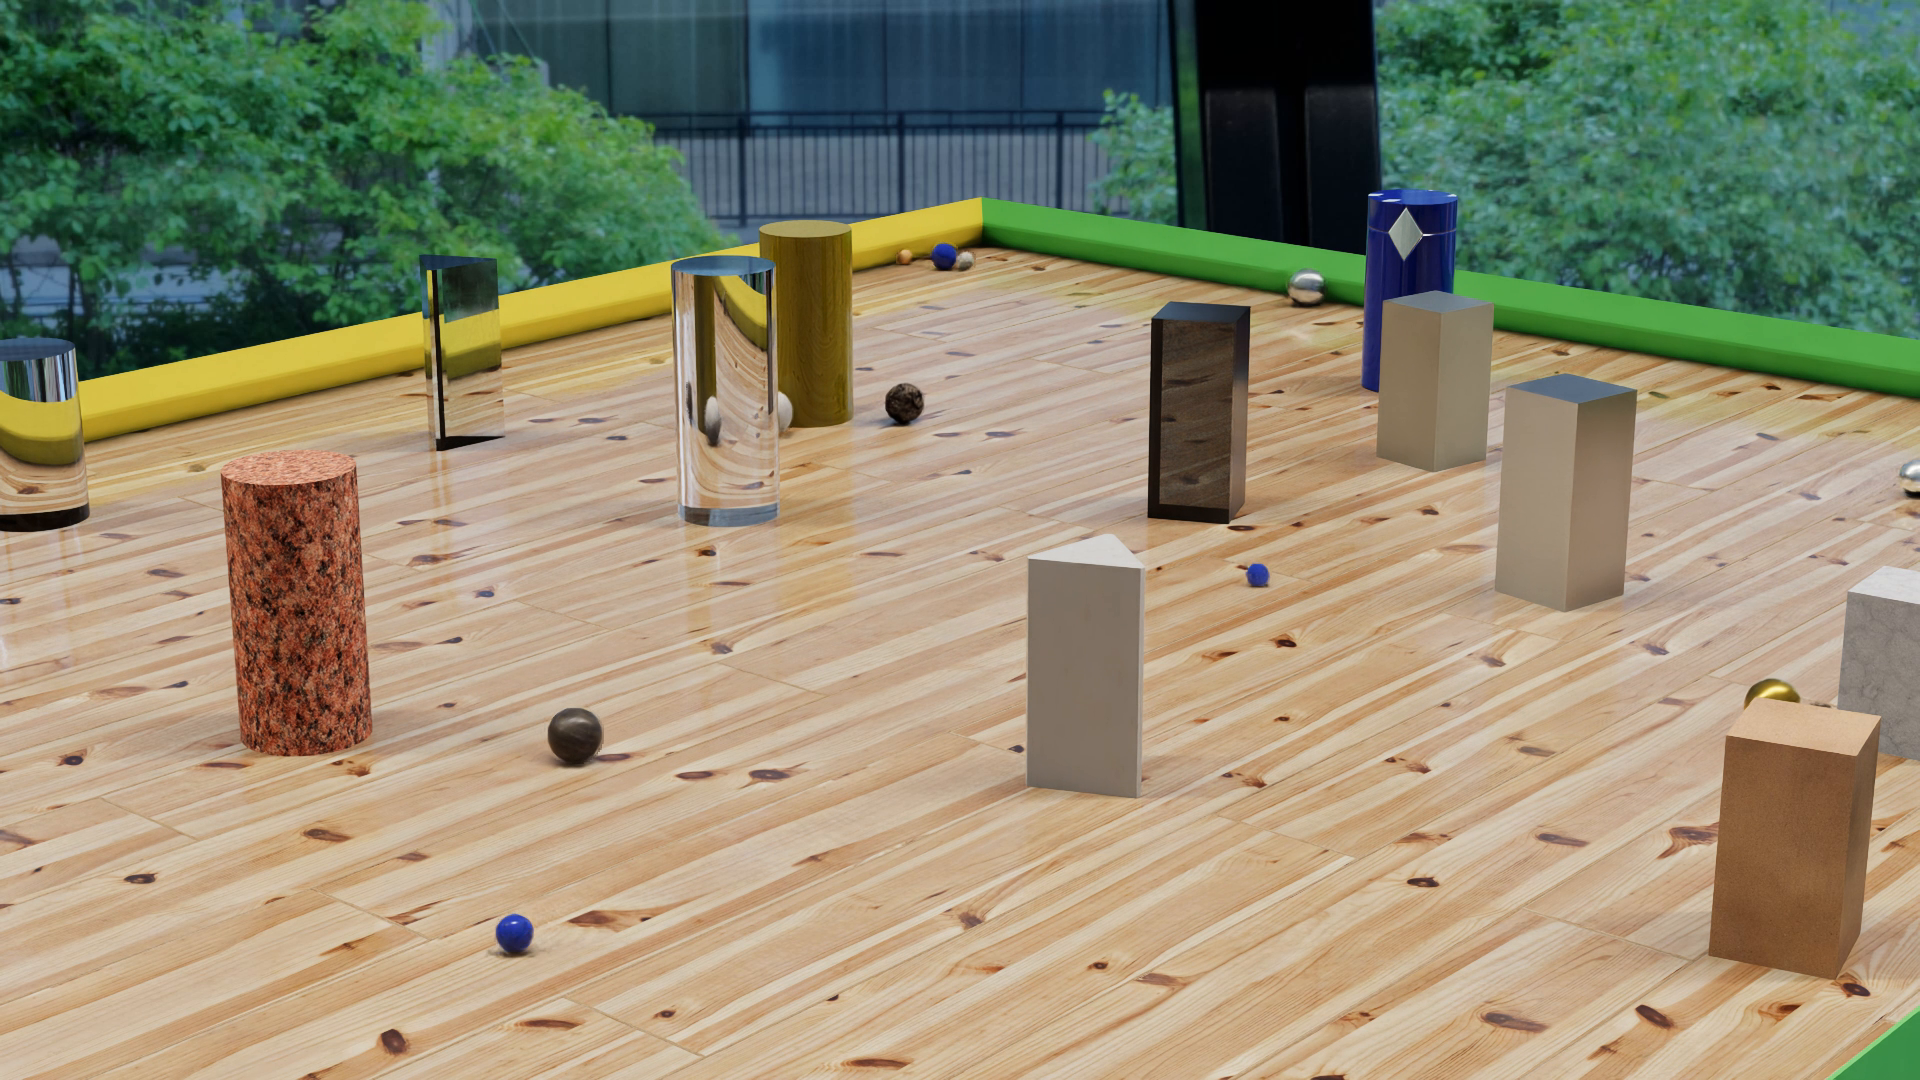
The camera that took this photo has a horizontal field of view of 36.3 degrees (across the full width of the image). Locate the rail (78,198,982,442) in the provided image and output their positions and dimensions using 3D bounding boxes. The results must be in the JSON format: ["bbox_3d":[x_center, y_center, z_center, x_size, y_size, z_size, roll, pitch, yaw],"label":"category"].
[{"bbox_3d":[-1.539,-0.354,6.399,0.045,0.128,4.929,14,22,39],"label":"rail"}]

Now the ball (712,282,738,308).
[{"bbox_3d":[-0.594,-0.618,7.391,0.064,0.064,0.064,0,17,0],"label":"ball"}]

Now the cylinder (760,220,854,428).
[{"bbox_3d":[-0.328,-0.464,6.279,0.197,0.411,0.197,0,17,0],"label":"cylinder"}]

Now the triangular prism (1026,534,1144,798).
[{"bbox_3d":[0.198,0.177,4.261,0.170,0.347,0.148,5,17,16],"label":"triangular prism"}]

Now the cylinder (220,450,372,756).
[{"bbox_3d":[-0.996,0.093,4.412,0.197,0.421,0.197,0,17,0],"label":"cylinder"}]

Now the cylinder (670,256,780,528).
[{"bbox_3d":[-0.443,-0.283,5.556,0.197,0.482,0.197,0,17,0],"label":"cylinder"}]

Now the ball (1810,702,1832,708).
[{"bbox_3d":[1.303,0.274,4.448,0.055,0.055,0.055,0,17,0],"label":"ball"}]

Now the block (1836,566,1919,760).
[{"bbox_3d":[1.431,0.186,4.416,0.157,0.241,0.157,12,20,34],"label":"block"}]

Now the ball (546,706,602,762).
[{"bbox_3d":[-0.572,0.289,4.352,0.082,0.082,0.082,0,17,0],"label":"ball"}]

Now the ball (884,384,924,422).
[{"bbox_3d":[-0.120,-0.293,6.280,0.084,0.084,0.084,0,17,0],"label":"ball"}]

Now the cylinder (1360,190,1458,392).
[{"bbox_3d":[1.002,-0.554,6.547,0.197,0.429,0.197,0,17,0],"label":"cylinder"}]

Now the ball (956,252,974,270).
[{"bbox_3d":[0.014,-0.745,7.843,0.047,0.047,0.047,0,17,0],"label":"ball"}]

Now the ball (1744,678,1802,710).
[{"bbox_3d":[1.237,0.253,4.462,0.086,0.086,0.086,0,17,0],"label":"ball"}]

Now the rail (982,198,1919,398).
[{"bbox_3d":[1.600,-0.500,6.885,4.123,0.128,0.045,14,22,39],"label":"rail"}]

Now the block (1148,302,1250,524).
[{"bbox_3d":[0.455,-0.244,5.586,0.157,0.389,0.157,5,17,16],"label":"block"}]

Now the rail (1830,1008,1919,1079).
[{"bbox_3d":[1.539,0.418,3.841,0.045,0.128,4.929,14,22,39],"label":"rail"}]

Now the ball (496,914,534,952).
[{"bbox_3d":[-0.564,0.498,3.715,0.048,0.048,0.048,0,17,0],"label":"ball"}]

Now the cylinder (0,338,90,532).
[{"bbox_3d":[-1.762,-0.200,5.546,0.197,0.329,0.197,0,17,0],"label":"cylinder"}]

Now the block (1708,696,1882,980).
[{"bbox_3d":[1.052,0.374,3.697,0.157,0.297,0.157,8,19,26],"label":"block"}]

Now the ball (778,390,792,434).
[{"bbox_3d":[-0.402,-0.269,6.174,0.098,0.098,0.098,0,17,0],"label":"ball"}]

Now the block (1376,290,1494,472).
[{"bbox_3d":[0.965,-0.324,5.959,0.157,0.327,0.157,-13,21,-37],"label":"block"}]

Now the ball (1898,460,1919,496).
[{"bbox_3d":[1.871,-0.121,5.730,0.071,0.071,0.071,0,17,0],"label":"ball"}]

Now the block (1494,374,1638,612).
[{"bbox_3d":[1.051,-0.084,5.090,0.157,0.370,0.157,-13,21,-37],"label":"block"}]

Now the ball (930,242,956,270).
[{"bbox_3d":[-0.044,-0.761,7.855,0.070,0.070,0.070,0,17,0],"label":"ball"}]

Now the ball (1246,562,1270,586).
[{"bbox_3d":[0.526,0.061,5.179,0.041,0.041,0.041,0,17,0],"label":"ball"}]

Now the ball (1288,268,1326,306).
[{"bbox_3d":[0.876,-0.639,7.403,0.097,0.097,0.097,0,17,0],"label":"ball"}]

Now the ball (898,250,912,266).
[{"bbox_3d":[-0.149,-0.763,7.909,0.042,0.042,0.042,0,17,0],"label":"ball"}]

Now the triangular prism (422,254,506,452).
[{"bbox_3d":[-1.070,-0.397,6.112,0.148,0.380,0.170,16,23,43],"label":"triangular prism"}]
